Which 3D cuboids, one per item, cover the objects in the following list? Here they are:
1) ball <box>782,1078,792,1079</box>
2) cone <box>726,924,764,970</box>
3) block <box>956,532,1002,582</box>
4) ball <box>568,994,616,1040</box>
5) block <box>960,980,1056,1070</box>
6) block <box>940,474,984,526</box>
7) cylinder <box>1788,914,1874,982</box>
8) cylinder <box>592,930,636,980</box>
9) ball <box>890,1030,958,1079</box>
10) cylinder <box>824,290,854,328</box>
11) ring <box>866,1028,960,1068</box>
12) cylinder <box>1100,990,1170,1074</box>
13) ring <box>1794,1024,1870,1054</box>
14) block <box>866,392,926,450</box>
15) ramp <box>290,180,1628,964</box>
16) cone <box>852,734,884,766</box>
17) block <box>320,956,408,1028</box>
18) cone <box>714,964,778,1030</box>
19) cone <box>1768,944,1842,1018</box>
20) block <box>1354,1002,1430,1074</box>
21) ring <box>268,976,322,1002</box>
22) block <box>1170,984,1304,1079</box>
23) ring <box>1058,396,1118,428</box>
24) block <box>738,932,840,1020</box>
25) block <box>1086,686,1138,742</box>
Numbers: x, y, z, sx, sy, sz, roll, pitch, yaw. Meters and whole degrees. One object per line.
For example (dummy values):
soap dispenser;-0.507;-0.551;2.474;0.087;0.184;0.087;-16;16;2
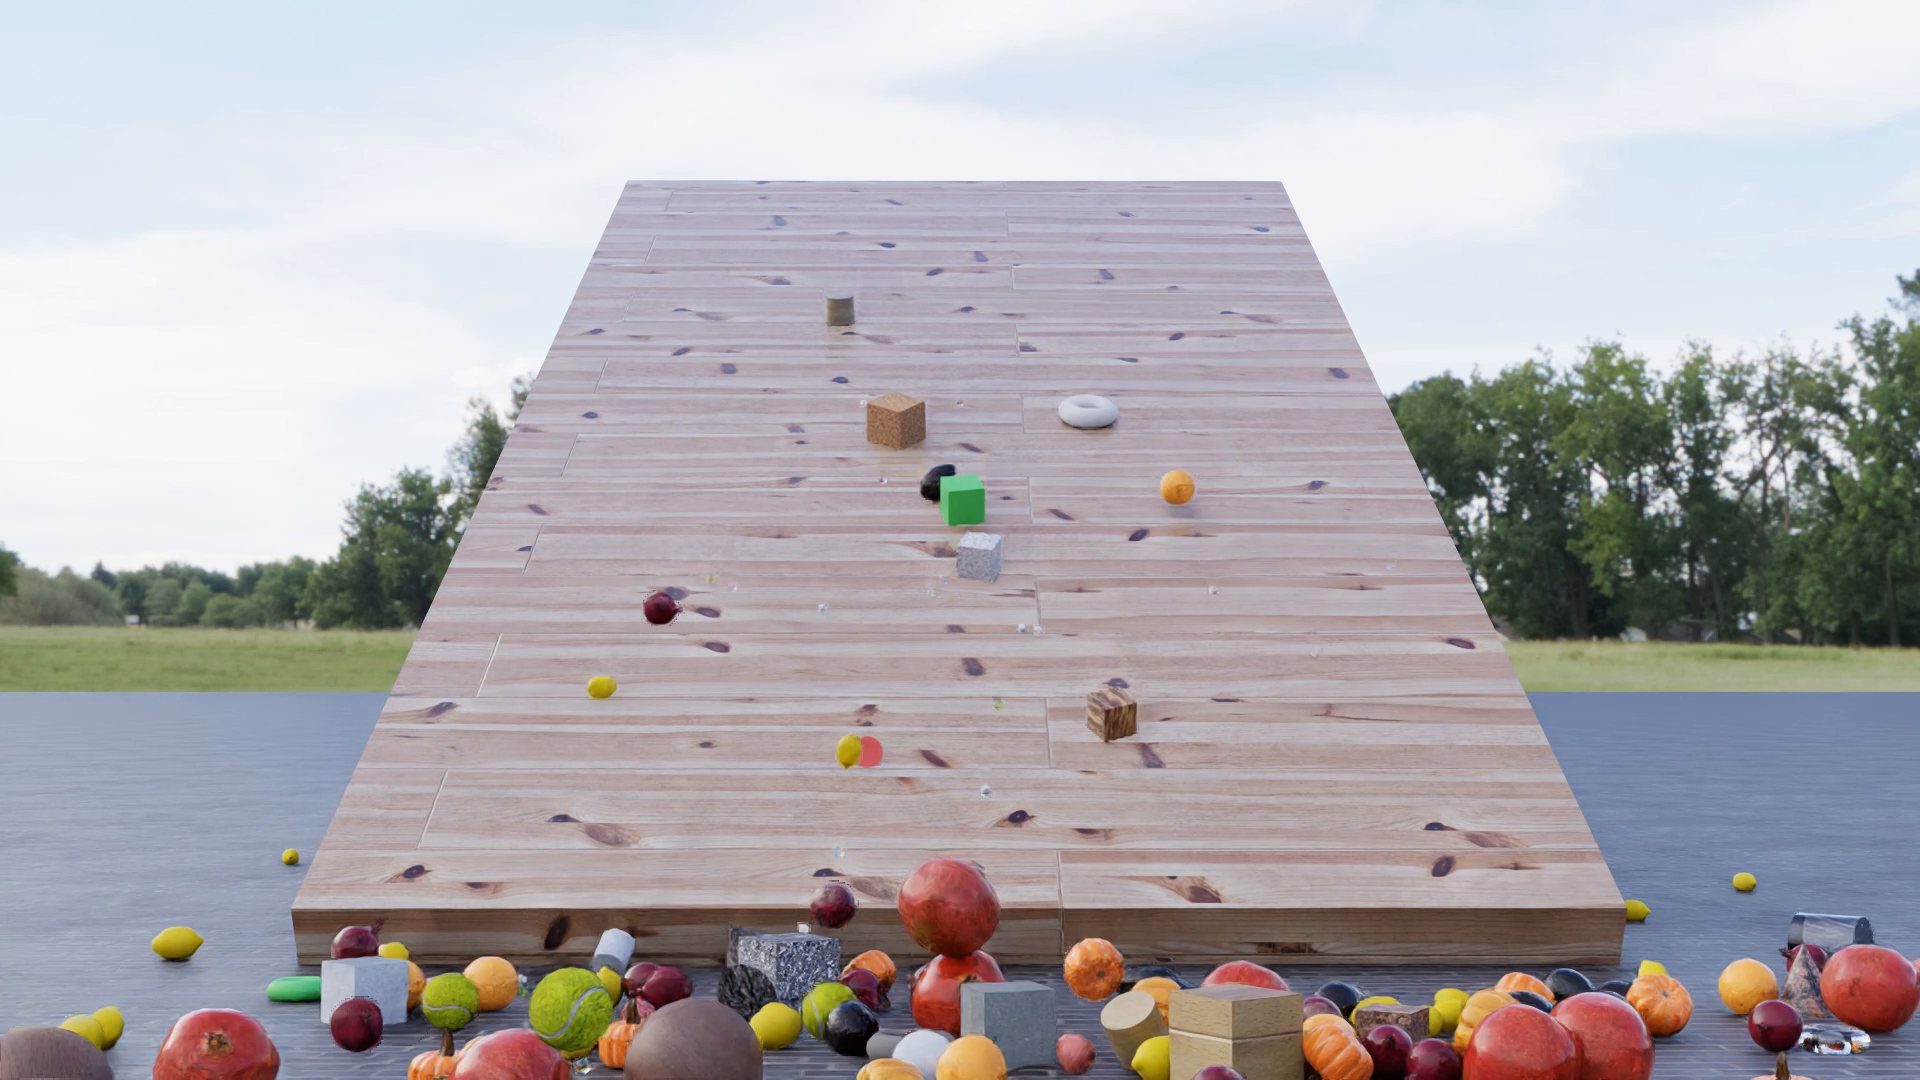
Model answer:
ball;-0.164;0.534;2.201;0.050;0.050;0.050;0;-4;0
cone;-0.304;0.563;3.265;0.088;0.088;0.088;-2;-44;26
block;0.038;0.033;4.547;0.070;0.070;0.070;7;25;15
ball;-0.413;0.534;2.615;0.051;0.051;0.051;0;-4;0
block;0.053;0.544;2.618;0.083;0.083;0.083;1;-4;-18
block;0.004;-0.082;4.794;0.077;0.077;0.077;-5;25;-12
cylinder;1.253;0.586;3.355;0.091;0.091;0.091;-3;-5;40
cylinder;-0.499;0.596;3.357;0.050;0.050;0.050;-1;34;13
ball;-0.037;0.537;2.389;0.068;0.068;0.068;0;-4;0
cylinder;-0.305;-0.586;5.907;0.075;0.075;0.075;0;24;0
ring;-0.053;0.567;2.603;0.104;0.035;0.104;1;-5;0
cylinder;0.194;0.537;2.546;0.063;0.063;0.063;-21;23;9
ring;1.008;0.576;2.695;0.083;0.028;0.083;1;-4;0
block;-0.141;-0.264;5.176;0.092;0.092;0.092;17;30;33
ramp;-0.008;-0.229;5.331;2.000;0.100;4.000;0;24;0
cone;-0.155;0.353;3.897;0.052;0.052;0.052;0;-9;-7
block;-0.747;0.566;2.924;0.076;0.076;0.076;-3;-5;43
cone;-0.285;0.584;2.898;0.086;0.086;0.086;3;-31;-39
cone;1.087;0.564;3.002;0.091;0.091;0.091;0;-4;0
block;0.479;0.551;2.583;0.064;0.064;0.064;-2;-4;29
ring;-0.890;0.604;3.139;0.082;0.027;0.082;-1;-4;0
block;0.290;0.525;2.449;0.099;0.099;0.099;2;-4;-35
ring;0.291;-0.292;5.299;0.135;0.045;0.135;1;23;0
block;-0.222;0.562;3.013;0.096;0.096;0.096;3;-4;-36
block;0.258;0.297;3.975;0.062;0.062;0.062;-11;27;-24
